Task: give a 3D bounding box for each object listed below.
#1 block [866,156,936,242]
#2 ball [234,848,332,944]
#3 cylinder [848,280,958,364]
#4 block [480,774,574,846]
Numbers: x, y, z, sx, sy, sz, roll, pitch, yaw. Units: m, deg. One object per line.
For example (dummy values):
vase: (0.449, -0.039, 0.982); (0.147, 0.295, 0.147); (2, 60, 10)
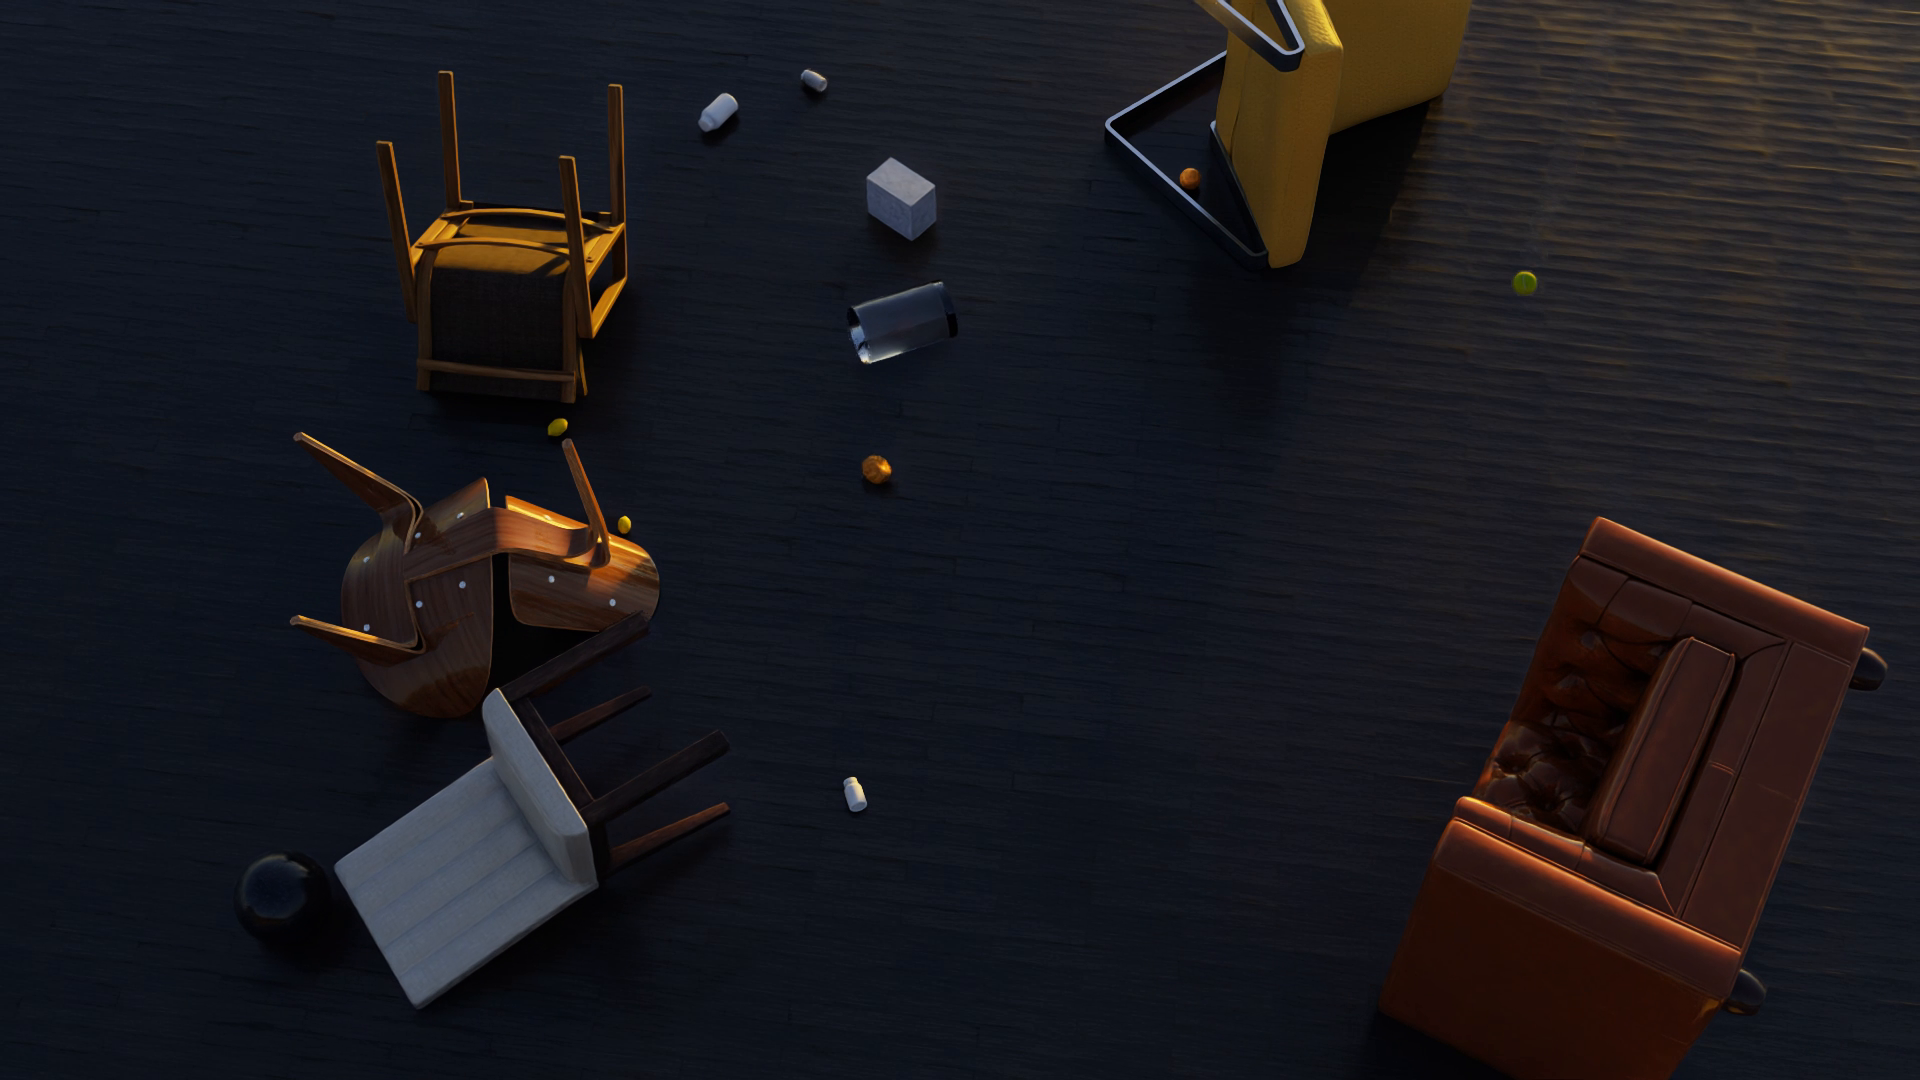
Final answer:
block: (-0.192, -1.119, 7.222); (0.195, 0.170, 0.121); (36, 64, 21)
ball: (-1.785, 0.939, 5.795); (0.248, 0.248, 0.248); (0, 56, 0)
cylinder: (-0.182, -0.686, 6.909); (0.297, 0.210, 0.188); (-19, 80, -12)
block: (-1.180, 0.734, 5.996); (0.218, 0.135, 0.143); (-2, 56, 1)
